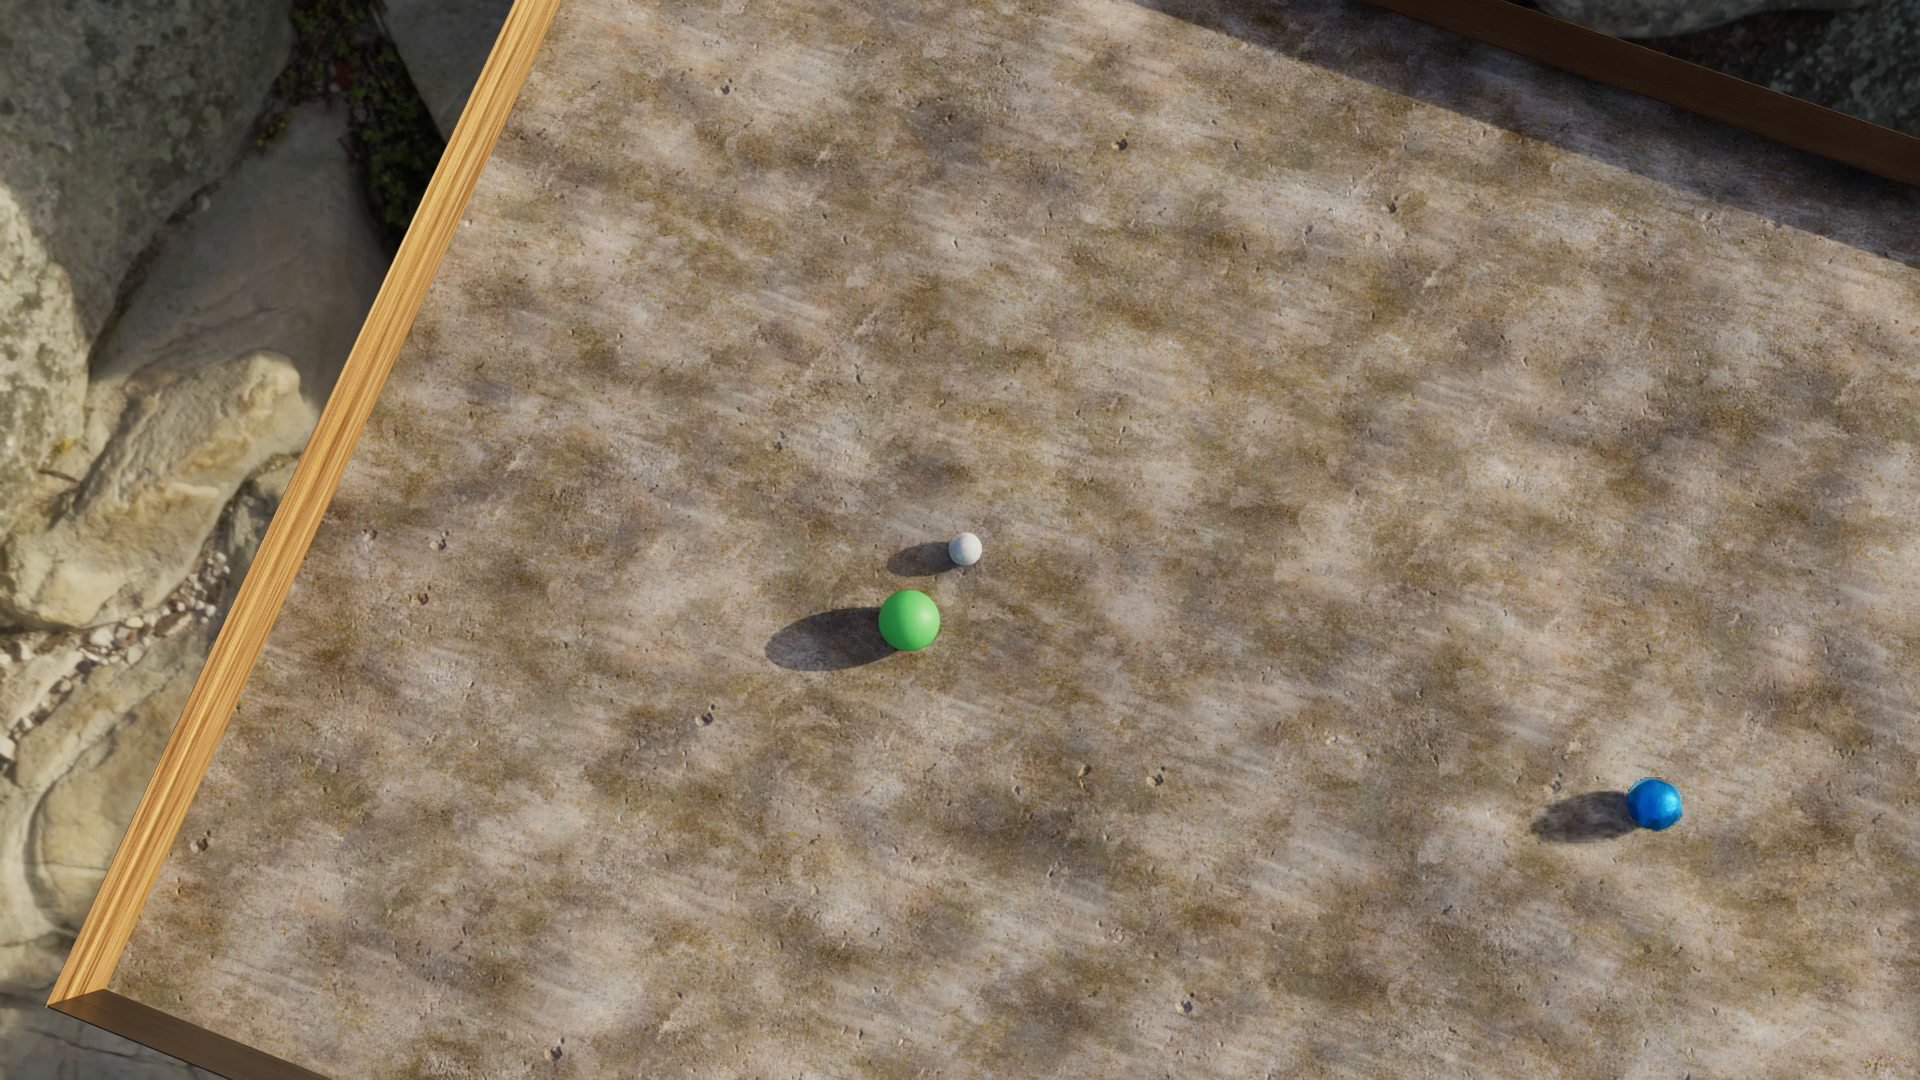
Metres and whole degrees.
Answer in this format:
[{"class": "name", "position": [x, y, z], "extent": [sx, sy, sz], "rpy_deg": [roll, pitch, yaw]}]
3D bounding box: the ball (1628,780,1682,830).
[{"class": "ball", "position": [1.022, 0.390, 3.235], "extent": [0.075, 0.075, 0.075], "rpy_deg": [0, 76, 0]}]

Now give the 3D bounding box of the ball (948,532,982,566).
[{"class": "ball", "position": [0.008, 0.014, 3.342], "extent": [0.051, 0.051, 0.051], "rpy_deg": [0, 76, 0]}]

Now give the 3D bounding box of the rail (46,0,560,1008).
[{"class": "rail", "position": [-0.875, -0.324, 3.391], "extent": [0.045, 0.120, 2.204], "rpy_deg": [20, 77, 5]}]

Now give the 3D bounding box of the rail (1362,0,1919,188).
[{"class": "rail", "position": [1.275, -0.659, 3.476], "extent": [3.832, 0.120, 0.045], "rpy_deg": [20, 77, 5]}]

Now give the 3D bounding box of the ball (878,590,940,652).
[{"class": "ball", "position": [-0.076, 0.121, 3.294], "extent": [0.093, 0.093, 0.093], "rpy_deg": [0, 76, 0]}]

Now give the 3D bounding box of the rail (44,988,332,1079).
[{"class": "rail", "position": [0.519, 1.298, 2.980], "extent": [3.832, 0.120, 0.045], "rpy_deg": [20, 77, 5]}]
